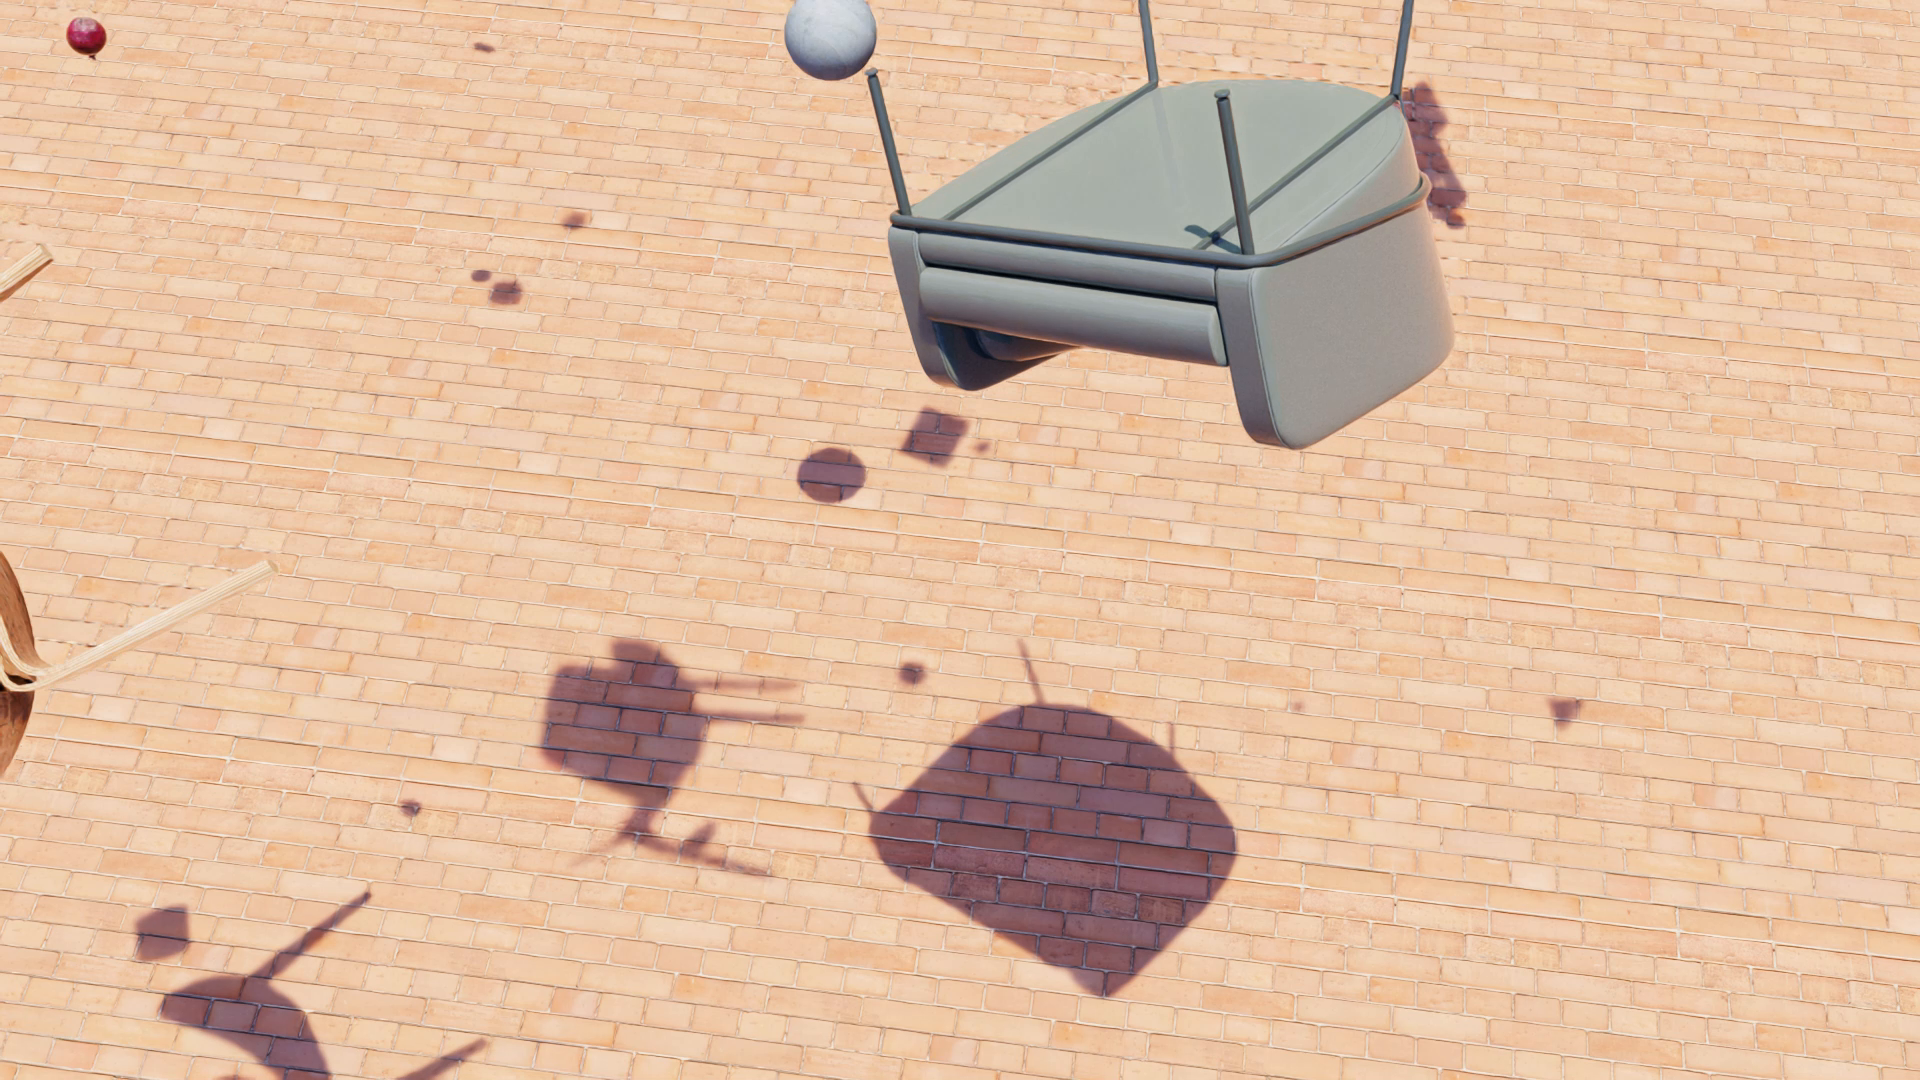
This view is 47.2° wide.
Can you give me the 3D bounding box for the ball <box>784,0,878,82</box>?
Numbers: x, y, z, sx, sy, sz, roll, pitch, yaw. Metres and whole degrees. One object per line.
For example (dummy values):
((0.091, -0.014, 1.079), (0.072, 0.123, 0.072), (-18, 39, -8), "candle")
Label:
((-0.296, -1.162, 5.043), (0.213, 0.213, 0.213), (0, 56, 0), "ball")
